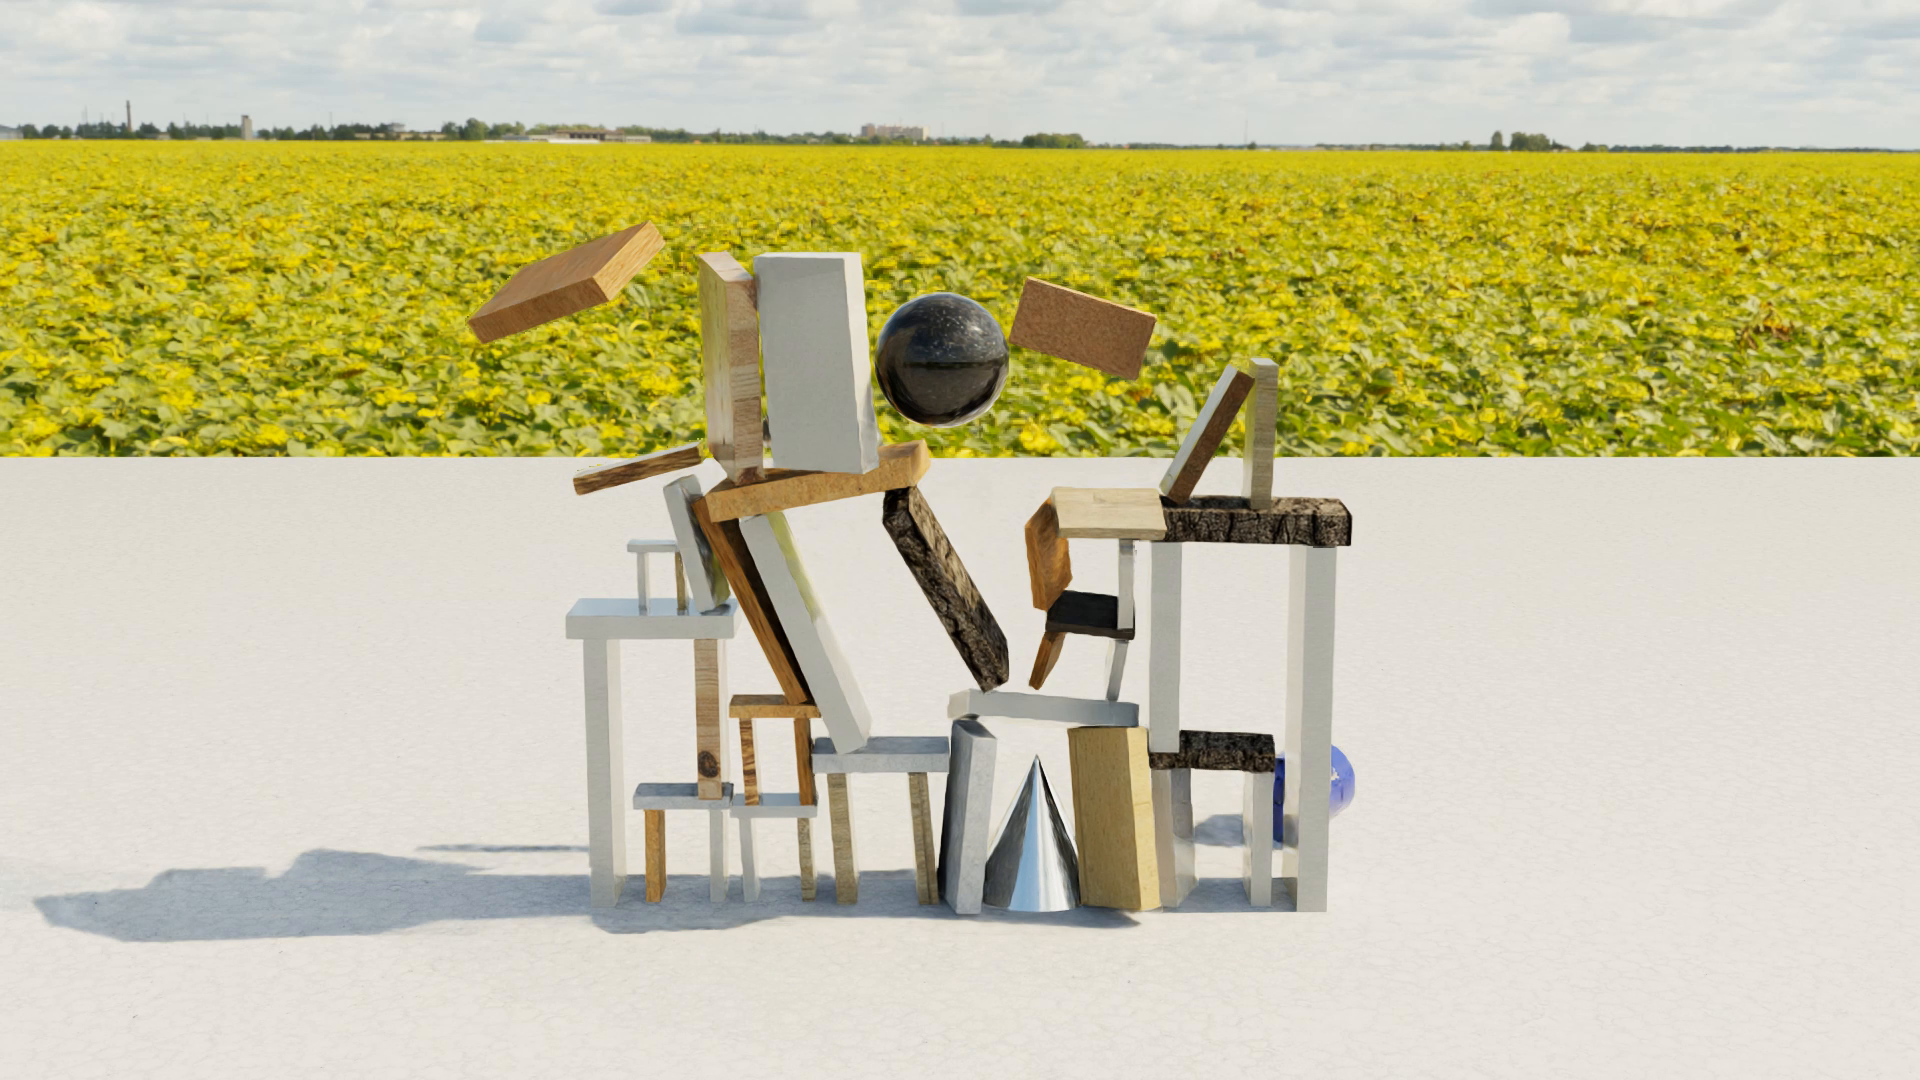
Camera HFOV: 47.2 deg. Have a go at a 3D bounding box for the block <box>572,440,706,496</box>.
[{"bbox_3d":[-0.528,-0.119,3.632,0.210,0.030,0.105,-15,8,-1],"label":"block"}]

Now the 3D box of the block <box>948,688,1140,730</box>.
[{"bbox_3d":[0.137,0.285,3.653,0.289,0.041,0.144,6,-9,-13],"label":"block"}]

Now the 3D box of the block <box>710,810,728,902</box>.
[{"bbox_3d":[-0.400,0.512,3.654,0.022,0.158,0.079,0,10,0],"label":"block"}]

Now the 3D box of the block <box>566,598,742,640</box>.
[{"bbox_3d":[-0.497,0.127,3.585,0.269,0.038,0.135,0,11,0],"label":"block"}]

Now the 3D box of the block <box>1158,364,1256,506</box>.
[{"bbox_3d":[0.397,-0.170,3.546,0.033,0.230,0.115,28,8,-6],"label":"block"}]

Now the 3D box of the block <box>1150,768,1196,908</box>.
[{"bbox_3d":[0.353,0.477,3.636,0.033,0.232,0.116,0,10,22],"label":"block"}]

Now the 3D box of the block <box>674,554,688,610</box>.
[{"bbox_3d":[-0.453,0.063,3.575,0.013,0.093,0.046,-3,11,-1],"label":"block"}]

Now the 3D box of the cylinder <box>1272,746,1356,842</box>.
[{"bbox_3d":[0.617,0.453,3.983,0.154,0.154,0.154,6,12,30],"label":"cylinder"}]

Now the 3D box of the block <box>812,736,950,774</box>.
[{"bbox_3d":[-0.129,0.354,3.626,0.222,0.031,0.111,0,10,0],"label":"block"}]

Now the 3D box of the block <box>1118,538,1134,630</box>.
[{"bbox_3d":[0.263,0.054,3.492,0.024,0.169,0.085,0,46,3],"label":"block"}]

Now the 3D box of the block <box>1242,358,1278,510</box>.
[{"bbox_3d":[0.482,-0.172,3.534,0.033,0.230,0.115,2,10,0],"label":"block"}]

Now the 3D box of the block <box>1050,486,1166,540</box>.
[{"bbox_3d":[0.230,-0.042,3.423,0.169,0.024,0.085,1,48,-10],"label":"block"}]

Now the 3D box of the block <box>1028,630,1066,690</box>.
[{"bbox_3d":[0.149,0.181,3.642,0.021,0.146,0.073,28,55,11],"label":"block"}]

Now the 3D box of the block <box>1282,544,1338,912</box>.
[{"bbox_3d":[0.572,0.291,3.611,0.049,0.608,0.171,0,10,0],"label":"block"}]

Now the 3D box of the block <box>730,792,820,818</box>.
[{"bbox_3d":[-0.306,0.439,3.638,0.143,0.020,0.072,0,10,0],"label":"block"}]

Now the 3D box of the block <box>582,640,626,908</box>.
[{"bbox_3d":[-0.585,0.368,3.630,0.038,0.450,0.135,0,11,0],"label":"block"}]

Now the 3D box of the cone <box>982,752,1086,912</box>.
[{"bbox_3d":[0.128,0.469,3.678,0.235,0.235,0.235,0,11,0],"label":"cone"}]

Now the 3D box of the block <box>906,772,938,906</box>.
[{"bbox_3d":[-0.063,0.480,3.646,0.031,0.222,0.111,-5,11,-3],"label":"block"}]

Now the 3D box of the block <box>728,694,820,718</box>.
[{"bbox_3d":[-0.301,0.272,3.607,0.148,0.021,0.074,0,10,0],"label":"block"}]

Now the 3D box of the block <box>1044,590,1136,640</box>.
[{"bbox_3d":[0.211,0.120,3.567,0.146,0.021,0.073,7,47,-3],"label":"block"}]

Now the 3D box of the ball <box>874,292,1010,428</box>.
[{"bbox_3d":[-0.029,-0.281,3.435,0.212,0.212,0.212,0,11,0],"label":"ball"}]

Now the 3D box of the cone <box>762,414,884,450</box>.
[{"bbox_3d":[-0.186,-0.164,3.673,0.250,0.250,0.250,-43,6,6],"label":"cone"}]

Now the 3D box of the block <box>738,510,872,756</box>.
[{"bbox_3d":[-0.250,0.139,3.605,0.047,0.411,0.167,-22,9,5],"label":"block"}]

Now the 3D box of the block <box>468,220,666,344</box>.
[{"bbox_3d":[-0.644,-0.419,3.587,0.332,0.047,0.166,-11,32,41],"label":"block"}]

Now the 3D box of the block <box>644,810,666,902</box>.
[{"bbox_3d":[-0.506,0.512,3.653,0.022,0.158,0.079,0,10,0],"label":"block"}]

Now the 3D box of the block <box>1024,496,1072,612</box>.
[{"bbox_3d":[0.141,0.022,3.487,0.024,0.169,0.085,16,45,27],"label":"block"}]

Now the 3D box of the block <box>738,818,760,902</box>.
[{"bbox_3d":[-0.349,0.520,3.653,0.020,0.143,0.072,-3,10,1],"label":"block"}]

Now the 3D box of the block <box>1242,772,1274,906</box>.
[{"bbox_3d":[0.494,0.476,3.647,0.033,0.232,0.116,0,11,0],"label":"block"}]

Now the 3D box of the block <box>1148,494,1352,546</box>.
[{"bbox_3d":[0.450,-0.034,3.553,0.343,0.049,0.171,1,11,3],"label":"block"}]

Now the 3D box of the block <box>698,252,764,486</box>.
[{"bbox_3d":[-0.362,-0.273,3.481,0.047,0.332,0.166,-9,25,-19],"label":"block"}]

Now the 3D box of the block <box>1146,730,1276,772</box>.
[{"bbox_3d":[0.399,0.345,3.613,0.232,0.033,0.116,2,10,6],"label":"block"}]

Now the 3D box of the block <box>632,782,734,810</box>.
[{"bbox_3d":[-0.456,0.423,3.635,0.158,0.022,0.079,0,10,0],"label":"block"}]

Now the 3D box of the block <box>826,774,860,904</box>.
[{"bbox_3d":[-0.194,0.479,3.651,0.031,0.222,0.111,-4,10,1],"label":"block"}]

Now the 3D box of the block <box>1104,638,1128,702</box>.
[{"bbox_3d":[0.257,0.194,3.630,0.021,0.146,0.073,4,45,-2],"label":"block"}]

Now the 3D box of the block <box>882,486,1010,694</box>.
[{"bbox_3d":[-0.021,0.070,3.568,0.047,0.335,0.167,-27,18,10],"label":"block"}]

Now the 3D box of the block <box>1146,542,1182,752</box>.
[{"bbox_3d":[0.332,0.157,3.586,0.049,0.343,0.171,0,10,3],"label":"block"}]

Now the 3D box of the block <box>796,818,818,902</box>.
[{"bbox_3d":[-0.254,0.520,3.653,0.020,0.143,0.072,-3,10,1],"label":"block"}]

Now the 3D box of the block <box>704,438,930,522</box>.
[{"bbox_3d":[-0.225,-0.096,3.536,0.335,0.047,0.167,-10,10,10],"label":"block"}]

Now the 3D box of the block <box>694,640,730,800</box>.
[{"bbox_3d":[-0.407,0.278,3.616,0.038,0.269,0.135,0,11,0],"label":"block"}]

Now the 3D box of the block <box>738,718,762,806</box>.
[{"bbox_3d":[-0.345,0.356,3.622,0.021,0.148,0.074,-4,10,0],"label":"block"}]

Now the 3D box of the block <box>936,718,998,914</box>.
[{"bbox_3d":[0.011,0.451,3.603,0.041,0.289,0.144,4,7,-14],"label":"block"}]

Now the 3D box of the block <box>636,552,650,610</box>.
[{"bbox_3d":[-0.514,0.064,3.569,0.013,0.093,0.046,-1,11,0],"label":"block"}]

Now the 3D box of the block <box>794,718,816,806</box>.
[{"bbox_3d":[-0.256,0.355,3.624,0.021,0.148,0.074,-4,10,1],"label":"block"}]

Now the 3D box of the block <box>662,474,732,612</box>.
[{"bbox_3d":[-0.426,0.004,3.565,0.030,0.210,0.105,-14,8,11],"label":"block"}]

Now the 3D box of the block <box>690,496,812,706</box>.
[{"bbox_3d":[-0.332,0.091,3.589,0.030,0.366,0.105,-25,6,12],"label":"block"}]

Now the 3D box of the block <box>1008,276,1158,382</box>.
[{"bbox_3d":[0.208,-0.360,3.752,0.230,0.115,0.033,17,15,-1],"label":"block"}]

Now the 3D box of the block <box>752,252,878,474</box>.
[{"bbox_3d":[-0.221,-0.272,3.375,0.166,0.332,0.047,5,18,30],"label":"block"}]

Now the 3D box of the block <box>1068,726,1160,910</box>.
[{"bbox_3d":[0.249,0.449,3.568,0.041,0.289,0.144,-3,-2,-39],"label":"block"}]

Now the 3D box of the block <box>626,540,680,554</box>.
[{"bbox_3d":[-0.491,0.010,3.565,0.093,0.013,0.046,1,11,2],"label":"block"}]
